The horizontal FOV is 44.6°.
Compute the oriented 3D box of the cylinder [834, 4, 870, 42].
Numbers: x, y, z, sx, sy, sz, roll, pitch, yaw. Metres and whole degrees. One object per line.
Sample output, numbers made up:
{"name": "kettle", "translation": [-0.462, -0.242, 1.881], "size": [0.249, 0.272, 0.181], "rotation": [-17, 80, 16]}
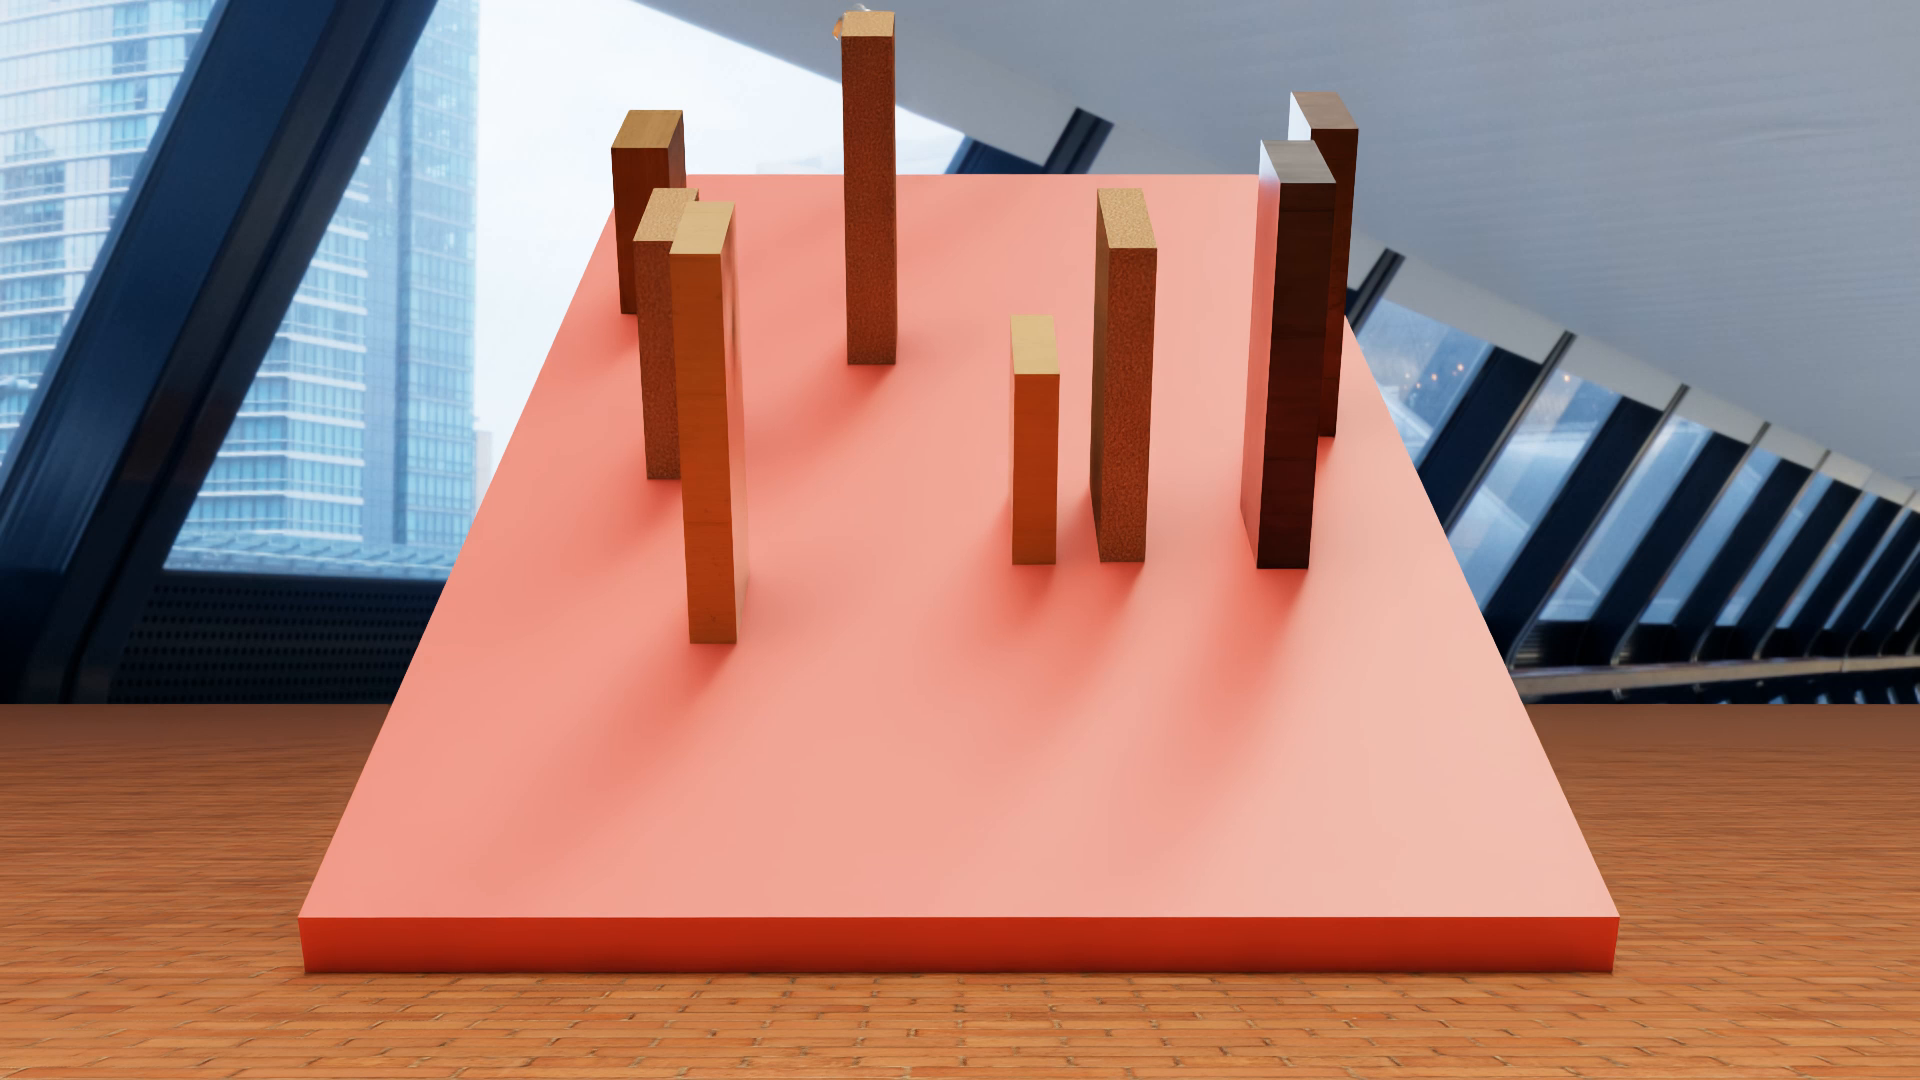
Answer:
{"name": "cylinder", "translation": [-0.286, -1.498, 6.930], "size": [0.127, 0.127, 0.127], "rotation": [44, 7, 13]}

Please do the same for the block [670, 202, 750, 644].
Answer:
{"name": "block", "translation": [-0.458, -0.215, 4.329], "size": [0.088, 0.756, 0.308], "rotation": [0, 25, 0]}

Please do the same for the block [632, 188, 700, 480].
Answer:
{"name": "block", "translation": [-0.625, -0.453, 5.101], "size": [0.099, 0.535, 0.379], "rotation": [0, 25, 0]}

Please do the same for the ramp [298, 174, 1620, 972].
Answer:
{"name": "ramp", "translation": [-0.009, -0.229, 5.375], "size": [2.000, 0.100, 4.000], "rotation": [0, 25, 0]}

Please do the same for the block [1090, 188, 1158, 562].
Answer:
{"name": "block", "translation": [0.324, -0.336, 4.714], "size": [0.090, 0.653, 0.395], "rotation": [0, 25, 0]}

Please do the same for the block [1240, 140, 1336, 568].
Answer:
{"name": "block", "translation": [0.641, -0.363, 4.613], "size": [0.103, 0.789, 0.297], "rotation": [0, 25, 0]}

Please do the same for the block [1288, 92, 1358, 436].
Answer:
{"name": "block", "translation": [0.794, -0.620, 5.262], "size": [0.102, 0.707, 0.316], "rotation": [0, 25, 0]}

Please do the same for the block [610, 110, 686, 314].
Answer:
{"name": "block", "translation": [-0.799, -0.856, 6.081], "size": [0.142, 0.436, 0.372], "rotation": [0, 25, 0]}

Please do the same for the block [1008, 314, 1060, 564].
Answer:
{"name": "block", "translation": [0.147, -0.206, 4.729], "size": [0.087, 0.405, 0.340], "rotation": [0, 25, 0]}

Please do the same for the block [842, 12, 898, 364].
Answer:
{"name": "block", "translation": [-0.214, -0.841, 5.622], "size": [0.116, 0.799, 0.255], "rotation": [0, 25, 0]}
